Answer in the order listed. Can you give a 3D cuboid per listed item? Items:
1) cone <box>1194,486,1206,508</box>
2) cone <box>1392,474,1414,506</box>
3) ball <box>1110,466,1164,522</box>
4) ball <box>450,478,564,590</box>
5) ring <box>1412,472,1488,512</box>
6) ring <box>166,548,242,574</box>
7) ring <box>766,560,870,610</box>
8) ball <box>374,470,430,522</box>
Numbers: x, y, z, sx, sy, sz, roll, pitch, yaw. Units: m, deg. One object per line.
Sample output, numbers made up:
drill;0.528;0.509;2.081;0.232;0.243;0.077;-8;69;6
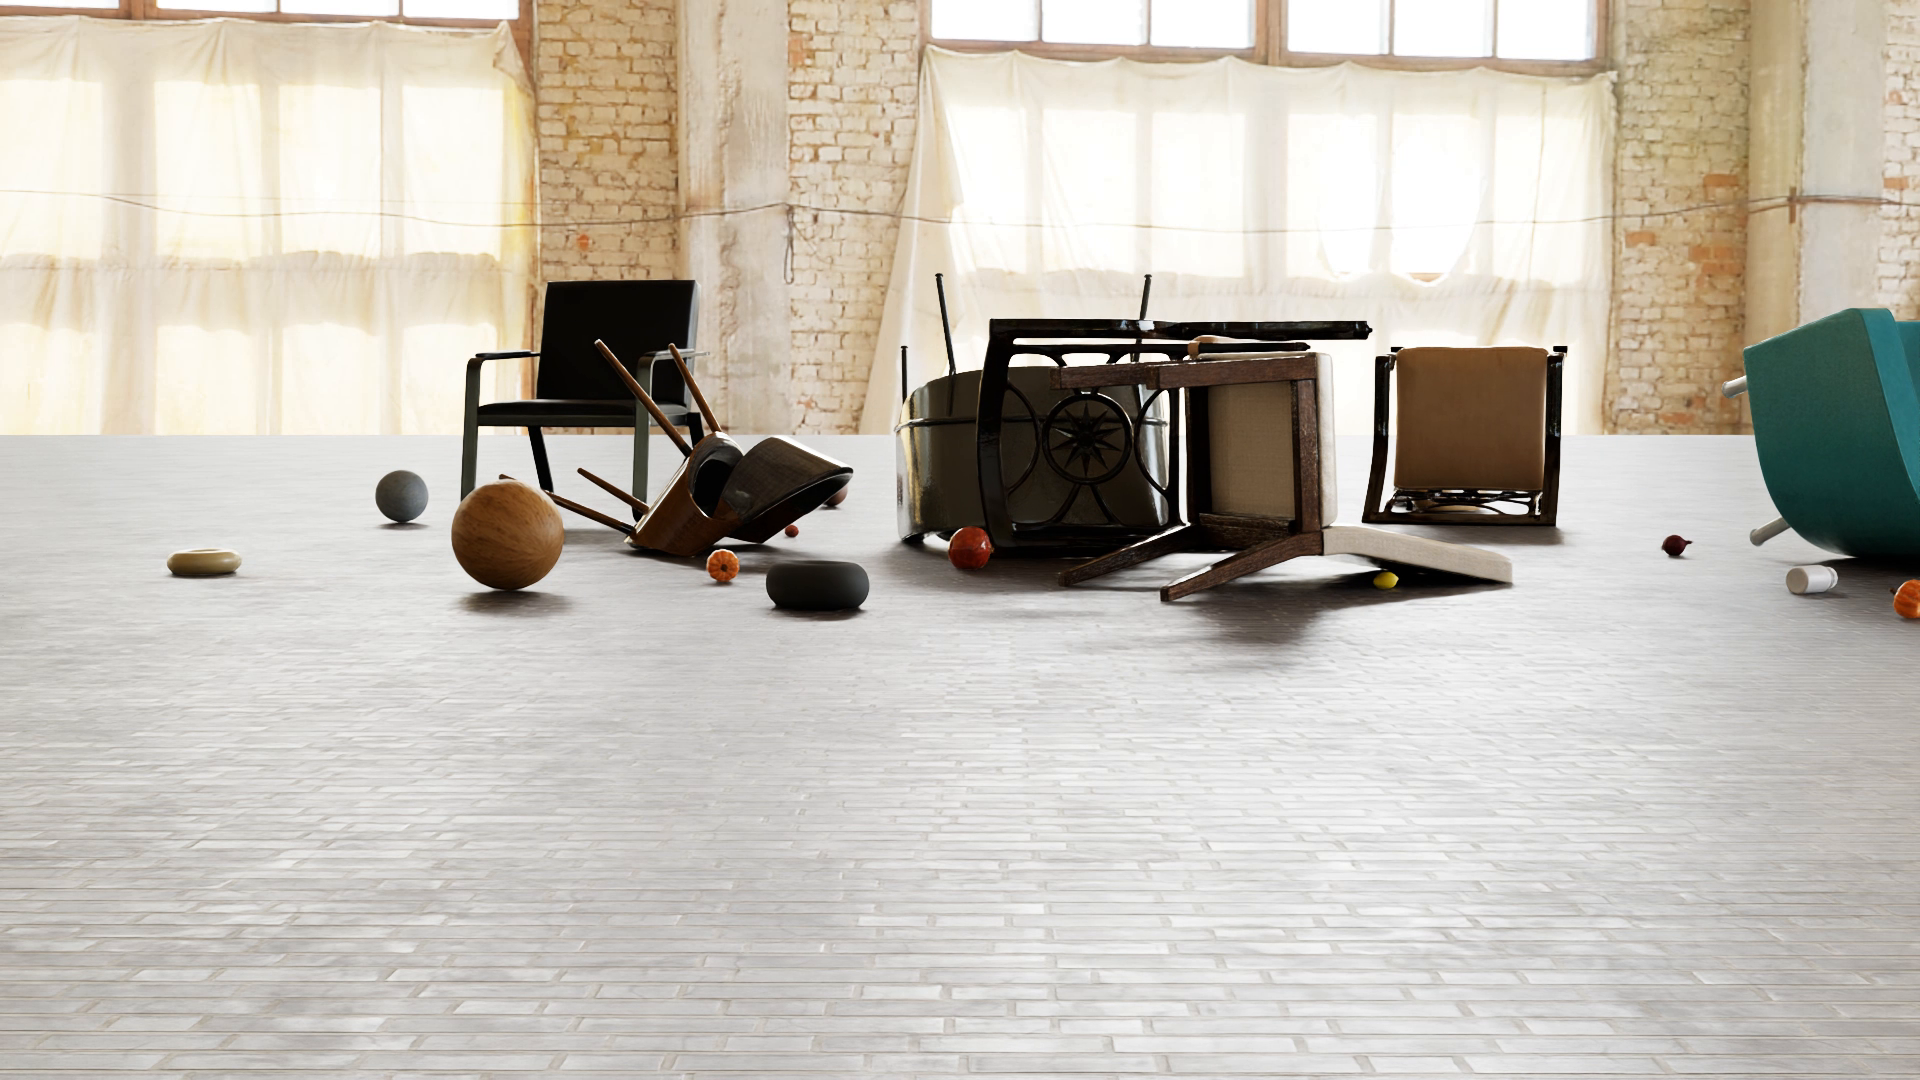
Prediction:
cone;0.916;-0.170;8.388;0.058;0.087;0.038;-2;4;-29
cone;1.749;-0.159;8.424;0.140;0.136;0.131;26;-21;-22
ball;0.599;-0.154;7.440;0.185;0.185;0.185;0;4;0
ball;-1.008;-0.012;4.904;0.249;0.249;0.249;0;4;0
ring;1.807;-0.180;8.112;0.435;0.147;0.150;-2;1;-43
ring;-1.850;0.053;5.382;0.176;0.055;0.171;-1;5;-6
ring;-0.296;0.092;4.552;0.187;0.092;0.266;-2;3;-38
ball;-1.881;-0.148;7.412;0.178;0.178;0.178;0;4;0
